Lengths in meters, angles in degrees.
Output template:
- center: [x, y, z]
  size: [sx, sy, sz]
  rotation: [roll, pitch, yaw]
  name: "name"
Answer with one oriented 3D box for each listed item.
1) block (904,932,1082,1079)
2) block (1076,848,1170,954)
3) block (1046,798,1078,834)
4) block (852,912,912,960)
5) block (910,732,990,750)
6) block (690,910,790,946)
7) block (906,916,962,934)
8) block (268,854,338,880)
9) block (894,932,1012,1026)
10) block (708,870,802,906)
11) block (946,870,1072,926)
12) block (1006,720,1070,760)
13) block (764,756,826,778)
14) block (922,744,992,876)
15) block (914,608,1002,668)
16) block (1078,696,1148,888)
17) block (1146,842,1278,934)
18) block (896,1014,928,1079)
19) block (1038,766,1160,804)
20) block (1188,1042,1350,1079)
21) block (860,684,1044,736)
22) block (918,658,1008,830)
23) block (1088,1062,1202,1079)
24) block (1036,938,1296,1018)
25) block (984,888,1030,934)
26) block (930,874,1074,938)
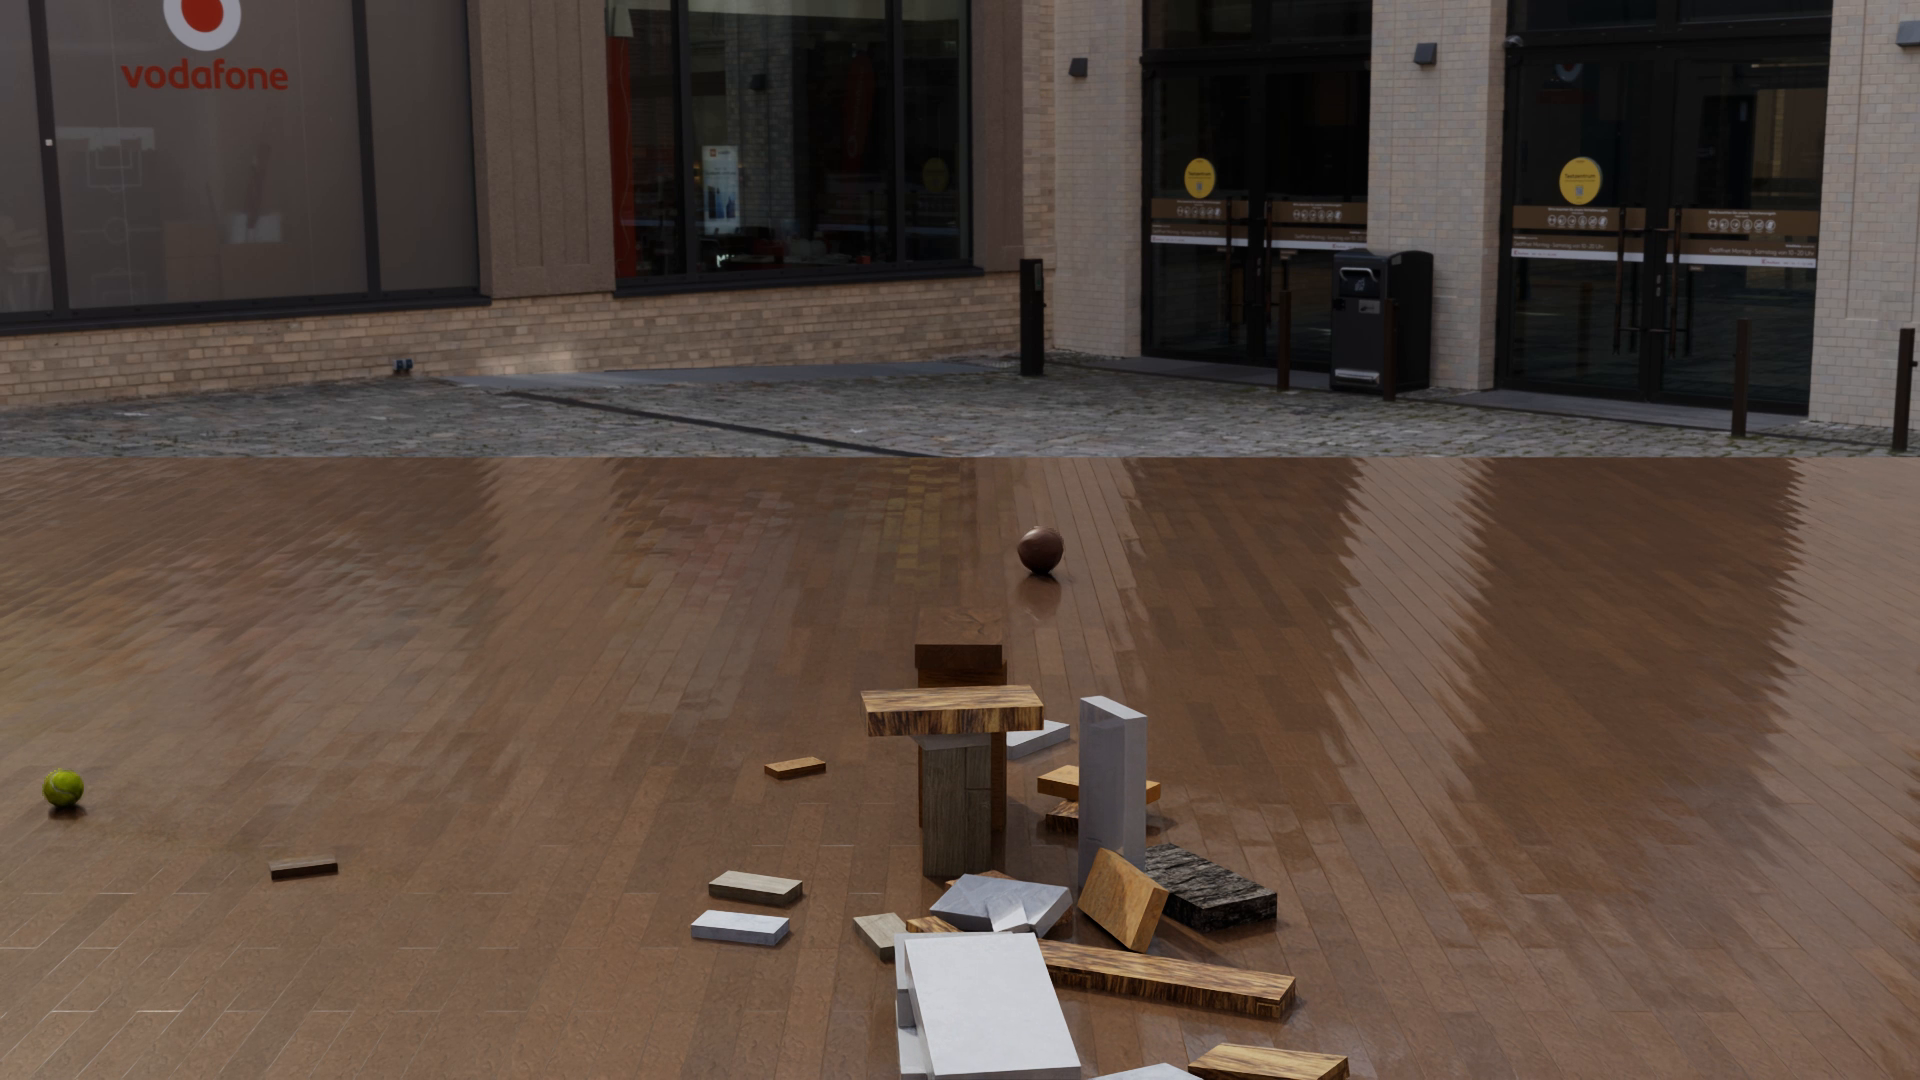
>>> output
- center: [0.036, 0.612, 2.821]
  size: [0.178, 0.050, 0.355]
  rotation: [-2, 17, -7]
  name: "block"
- center: [0.257, 0.570, 3.488]
  size: [0.029, 0.103, 0.206]
  rotation: [20, 2, -23]
  name: "block"
- center: [0.246, 0.500, 4.076]
  size: [0.103, 0.029, 0.206]
  rotation: [5, 12, 25]
  name: "block"
- center: [-0.114, 0.621, 3.449]
  size: [0.070, 0.020, 0.139]
  rotation: [-4, 11, -20]
  name: "block"
- center: [-0.039, 0.313, 3.801]
  size: [0.116, 0.033, 0.232]
  rotation: [-3, 11, -18]
  name: "block"
- center: [-0.348, 0.614, 3.485]
  size: [0.140, 0.020, 0.070]
  rotation: [3, 11, 16]
  name: "block"
- center: [-0.032, 0.611, 3.416]
  size: [0.054, 0.015, 0.108]
  rotation: [-3, 11, -34]
  name: "block"
- center: [-1.130, 0.561, 3.782]
  size: [0.109, 0.015, 0.054]
  rotation: [-4, 11, -23]
  name: "block"
- center: [-0.003, 0.620, 3.126]
  size: [0.178, 0.050, 0.356]
  rotation: [0, 2, -3]
  name: "block"
- center: [-0.341, 0.580, 3.667]
  size: [0.139, 0.020, 0.070]
  rotation: [4, 11, 22]
  name: "block"
- center: [0.078, 0.590, 3.590]
  size: [0.103, 0.029, 0.206]
  rotation: [-8, 13, -36]
  name: "block"
- center: [0.127, 0.410, 4.556]
  size: [0.103, 0.029, 0.206]
  rotation: [8, 13, 36]
  name: "block"
- center: [-0.327, 0.452, 4.368]
  size: [0.109, 0.015, 0.054]
  rotation: [-7, 13, -33]
  name: "block"
- center: [-0.006, 0.456, 3.753]
  size: [0.116, 0.232, 0.033]
  rotation: [0, 11, 0]
  name: "block"
- center: [0.000, 0.179, 4.061]
  size: [0.155, 0.044, 0.310]
  rotation: [0, 11, 1]
  name: "block"
- center: [0.250, 0.433, 3.624]
  size: [0.042, 0.325, 0.148]
  rotation: [-5, 12, -26]
  name: "block"
- center: [0.374, 0.574, 3.642]
  size: [0.148, 0.042, 0.295]
  rotation: [-6, 12, -30]
  name: "block"
- center: [0.007, 0.680, 2.917]
  size: [0.178, 0.050, 0.356]
  rotation: [-1, 3, -3]
  name: "block"
- center: [0.259, 0.463, 4.111]
  size: [0.206, 0.029, 0.103]
  rotation: [7, 13, 35]
  name: "block"
- center: [0.408, 0.703, 2.912]
  size: [0.189, 0.027, 0.095]
  rotation: [-3, 7, 37]
  name: "block"
- center: [-0.016, 0.288, 3.727]
  size: [0.295, 0.042, 0.148]
  rotation: [-1, 11, -8]
  name: "block"
- center: [0.005, 0.370, 4.003]
  size: [0.155, 0.311, 0.044]
  rotation: [2, 11, 9]
  name: "block"
- center: [0.272, 0.718, 2.779]
  size: [0.126, 0.036, 0.251]
  rotation: [-5, 3, -25]
  name: "block"
- center: [0.258, 0.648, 3.286]
  size: [0.472, 0.027, 0.094]
  rotation: [4, 11, 22]
  name: "block"
- center: [0.073, 0.583, 3.426]
  size: [0.054, 0.015, 0.108]
  rotation: [-17, 21, -1]
  name: "block"
- center: [0.065, 0.582, 3.495]
  size: [0.206, 0.029, 0.103]
  rotation: [1, 27, 37]
  name: "block"
